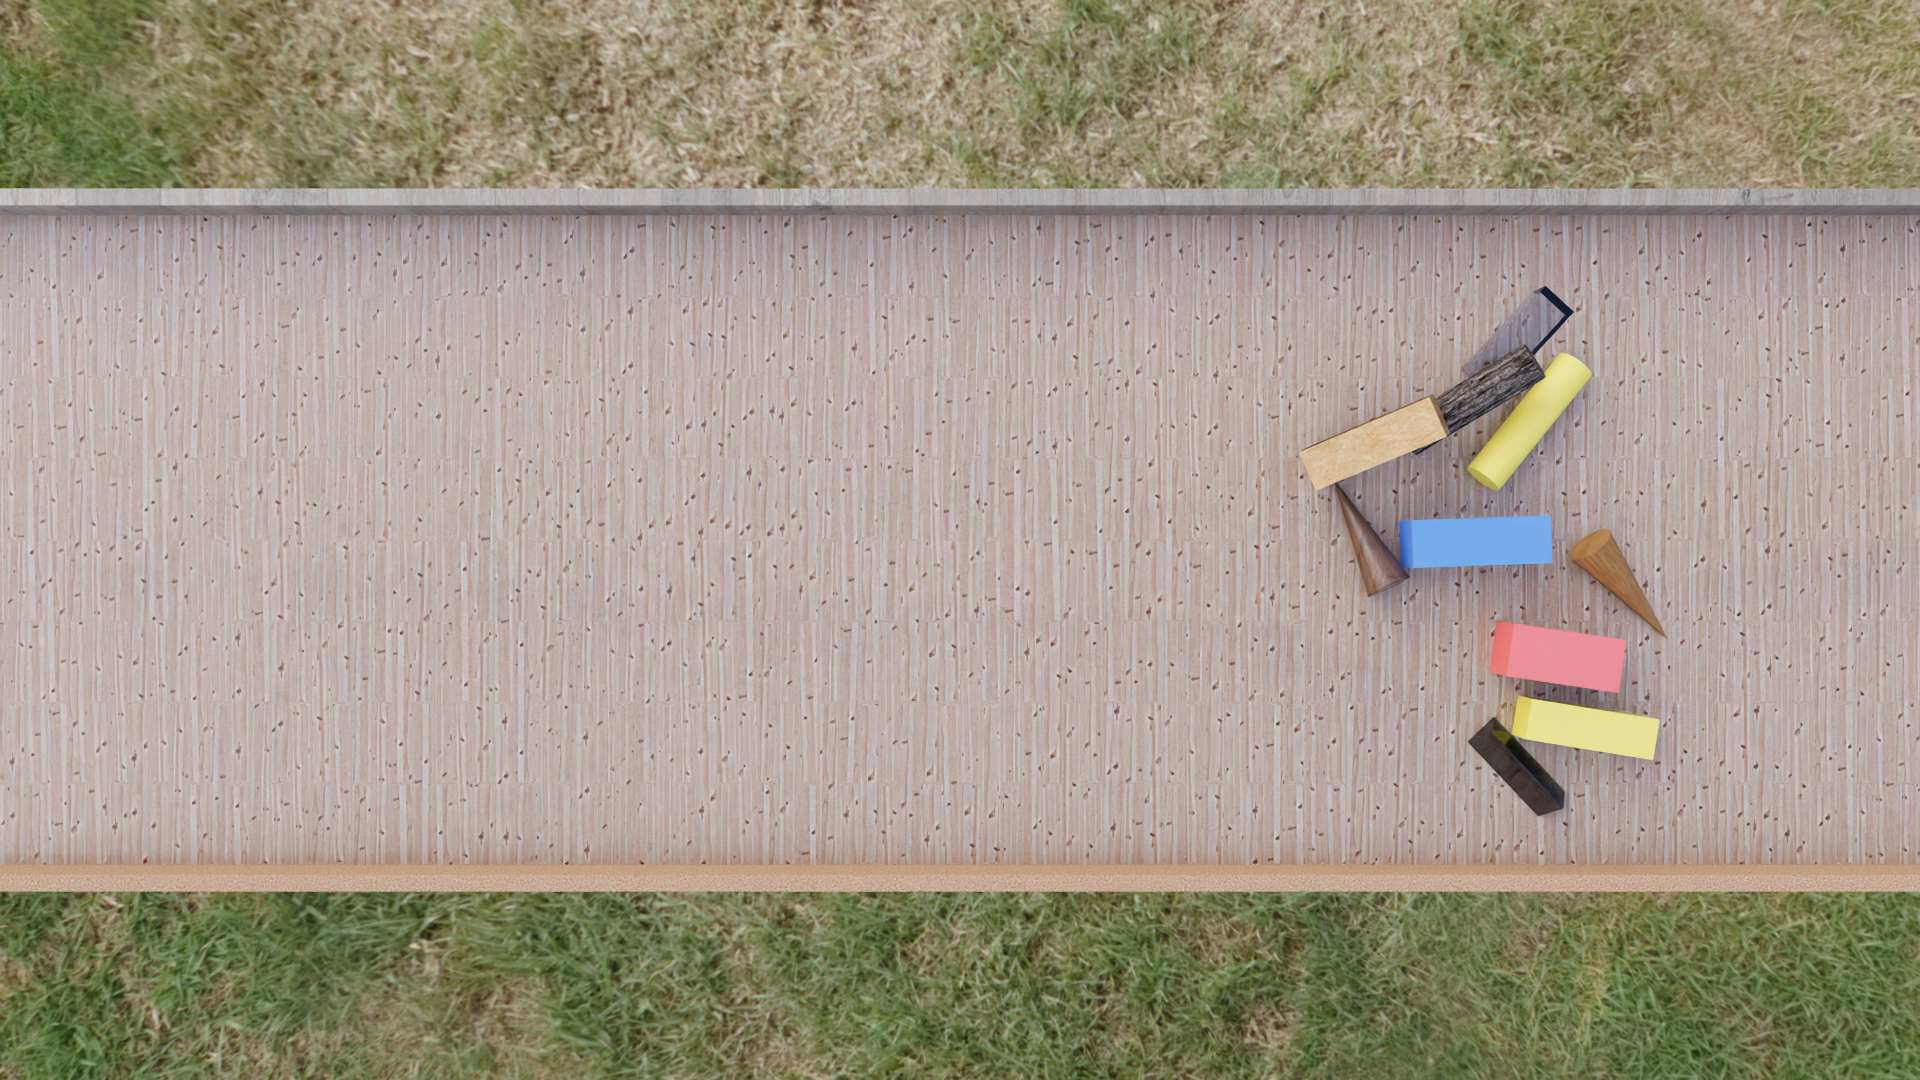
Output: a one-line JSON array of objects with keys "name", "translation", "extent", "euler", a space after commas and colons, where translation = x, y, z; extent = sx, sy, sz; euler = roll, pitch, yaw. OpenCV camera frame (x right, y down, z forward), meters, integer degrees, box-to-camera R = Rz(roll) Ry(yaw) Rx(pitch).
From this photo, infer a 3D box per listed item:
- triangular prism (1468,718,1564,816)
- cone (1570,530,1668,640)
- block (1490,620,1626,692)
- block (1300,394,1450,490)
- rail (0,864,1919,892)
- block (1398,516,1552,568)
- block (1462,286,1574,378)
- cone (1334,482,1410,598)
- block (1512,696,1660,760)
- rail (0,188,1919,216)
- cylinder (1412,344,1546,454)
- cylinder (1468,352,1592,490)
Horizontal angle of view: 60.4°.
[{"name": "triangular prism", "translation": [1.711, 0.696, 5.026], "extent": [0.111, 0.096, 0.315], "euler": [-43, 90, 0]}, {"name": "cone", "translation": [2.048, 0.162, 5.042], "extent": [0.138, 0.138, 0.405], "euler": [-42, 100, 0]}, {"name": "block", "translation": [1.808, 0.352, 4.997], "extent": [0.338, 0.159, 0.159], "euler": [8, 90, 0]}, {"name": "block", "translation": [1.241, -0.292, 4.938], "extent": [0.411, 0.126, 0.126], "euler": [-24, 90, 23]}, {"name": "rail", "translation": [-2.247, 1.025, 5.001], "extent": [12.000, 0.150, 0.050], "euler": [0, 90, 0]}, {"name": "block", "translation": [1.562, 0.005, 5.005], "extent": [0.416, 0.143, 0.143], "euler": [-2, 90, 0]}, {"name": "block", "translation": [1.694, -0.606, 5.018], "extent": [0.117, 0.117, 0.326], "euler": [43, 90, 0]}, {"name": "cone", "translation": [1.226, -0.024, 5.042], "extent": [0.140, 0.140, 0.378], "euler": [-25, 80, 0]}, {"name": "block", "translation": [1.900, 0.569, 5.015], "extent": [0.388, 0.123, 0.123], "euler": [9, 90, 0]}, {"name": "rail", "translation": [-2.247, -1.025, 5.002], "extent": [12.000, 0.150, 0.050], "euler": [0, 90, 0]}, {"name": "cylinder", "translation": [1.525, -0.418, 4.936], "extent": [0.434, 0.117, 0.117], "euler": [-33, 90, 24]}, {"name": "cylinder", "translation": [1.732, -0.359, 5.019], "extent": [0.116, 0.116, 0.446], "euler": [39, 90, 0]}]
